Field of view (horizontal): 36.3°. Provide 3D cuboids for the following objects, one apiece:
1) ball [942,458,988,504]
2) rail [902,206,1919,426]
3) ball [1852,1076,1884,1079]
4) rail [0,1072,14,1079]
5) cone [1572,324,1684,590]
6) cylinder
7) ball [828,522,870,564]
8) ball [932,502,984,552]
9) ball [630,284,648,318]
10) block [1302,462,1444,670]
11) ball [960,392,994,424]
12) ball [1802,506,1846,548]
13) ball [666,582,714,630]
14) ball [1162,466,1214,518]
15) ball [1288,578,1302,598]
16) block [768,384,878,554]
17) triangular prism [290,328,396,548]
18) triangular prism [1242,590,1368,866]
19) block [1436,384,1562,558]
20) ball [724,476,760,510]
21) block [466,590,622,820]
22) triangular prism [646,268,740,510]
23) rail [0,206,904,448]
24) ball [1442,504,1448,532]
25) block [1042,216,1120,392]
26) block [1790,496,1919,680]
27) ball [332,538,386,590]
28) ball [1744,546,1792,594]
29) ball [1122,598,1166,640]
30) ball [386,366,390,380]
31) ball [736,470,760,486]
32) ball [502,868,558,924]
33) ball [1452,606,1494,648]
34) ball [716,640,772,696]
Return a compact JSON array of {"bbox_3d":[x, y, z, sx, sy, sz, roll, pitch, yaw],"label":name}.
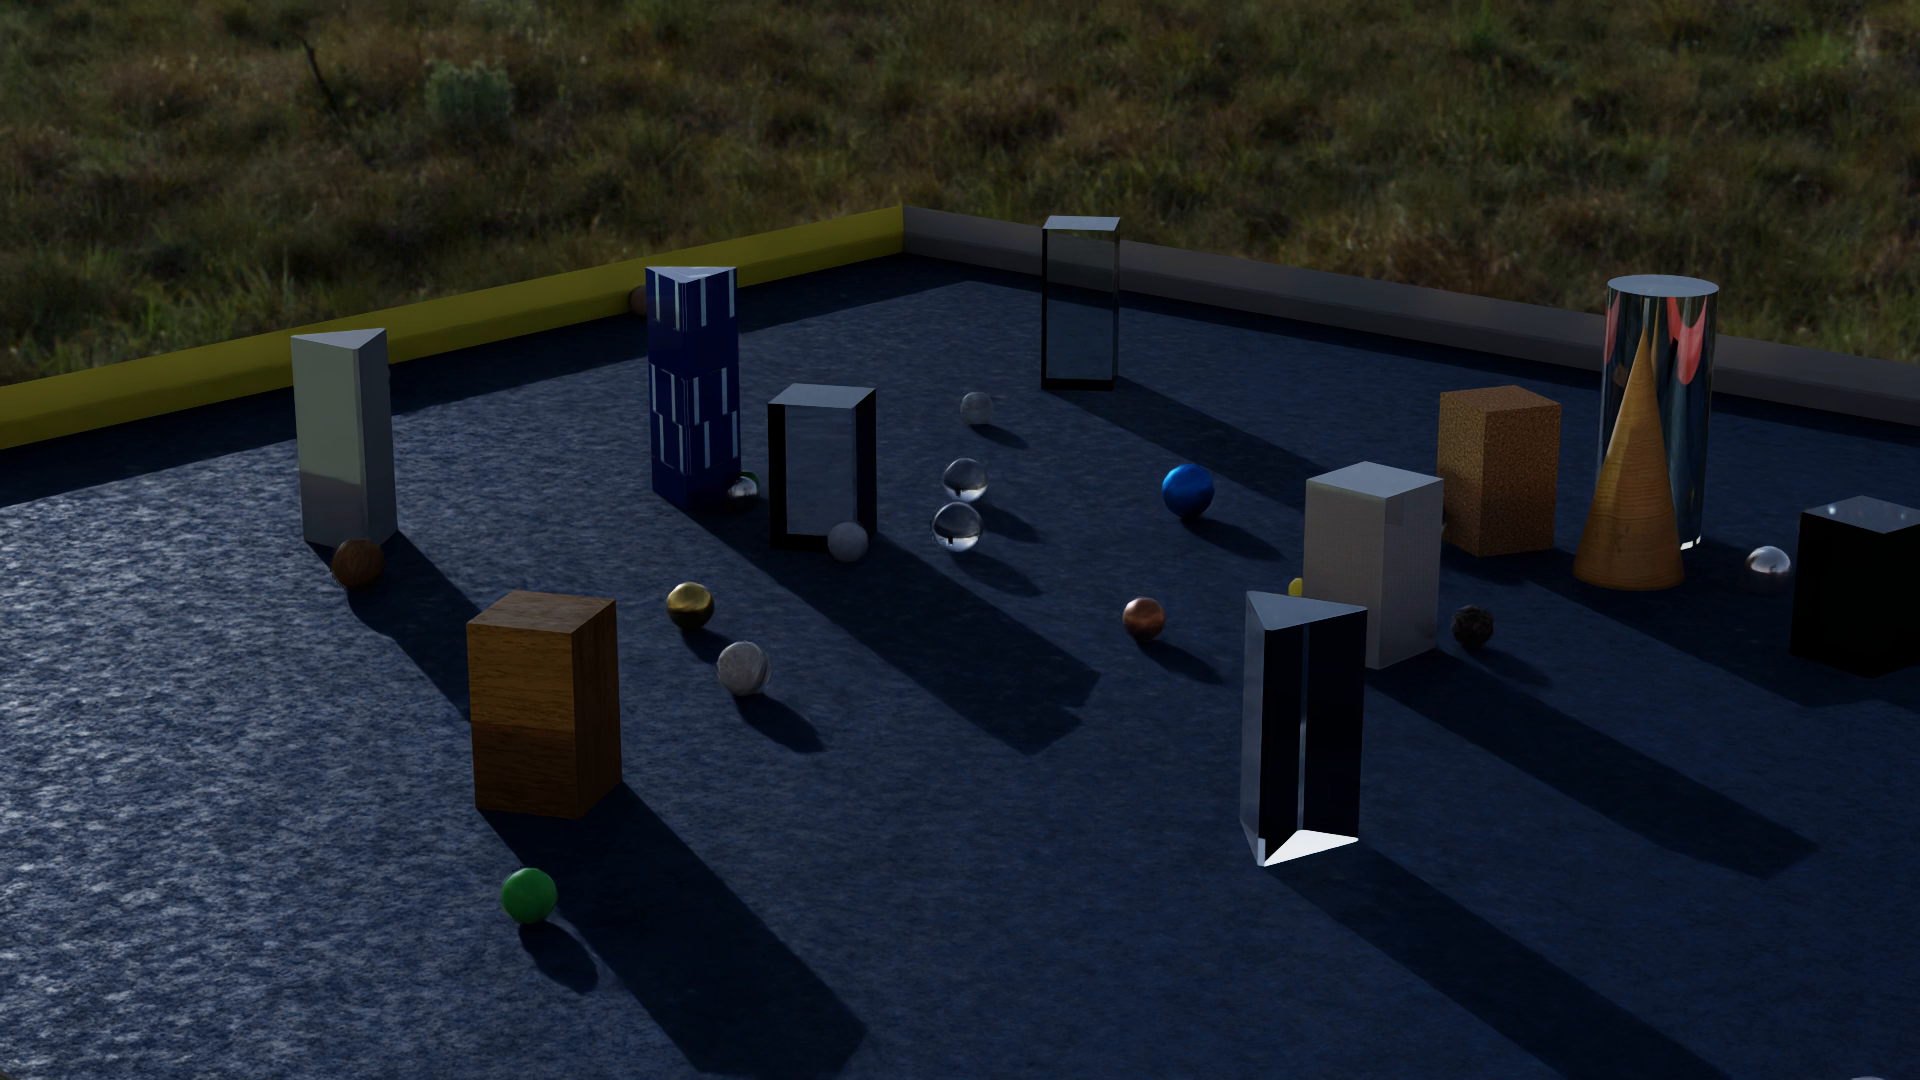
[{"bbox_3d":[0.011,-0.115,5.685,0.088,0.088,0.088,0,17,0],"label":"ball"},{"bbox_3d":[1.447,-0.448,6.715,4.292,0.129,0.045,14,22,39],"label":"rail"},{"bbox_3d":[0.998,0.631,3.215,0.084,0.084,0.084,0,17,0],"label":"ball"},{"bbox_3d":[-1.447,0.513,3.524,4.292,0.129,0.045,14,22,39],"label":"rail"},{"bbox_3d":[1.197,-0.159,5.187,0.199,0.460,0.199,0,17,0],"label":"cone"},{"bbox_3d":[1.281,-0.236,5.412,0.199,0.476,0.199,0,17,0],"label":"cylinder"},{"bbox_3d":[-0.202,0.005,5.309,0.075,0.075,0.075,0,17,0],"label":"ball"},{"bbox_3d":[-0.004,-0.023,5.373,0.092,0.092,0.092,0,17,0],"label":"ball"},{"bbox_3d":[-0.778,-0.594,7.286,0.081,0.081,0.081,0,17,0],"label":"ball"},{"bbox_3d":[0.677,0.040,4.820,0.159,0.290,0.159,16,23,42],"label":"block"},{"bbox_3d":[0.037,-0.282,6.268,0.072,0.072,0.072,0,17,0],"label":"ball"},{"bbox_3d":[1.590,-0.023,5.396,0.078,0.078,0.078,0,17,0],"label":"ball"},{"bbox_3d":[-0.455,0.111,4.944,0.081,0.081,0.081,0,17,0],"label":"ball"},{"bbox_3d":[0.434,-0.093,5.591,0.099,0.099,0.099,0,17,0],"label":"ball"},{"bbox_3d":[0.592,0.089,5.073,0.050,0.050,0.050,0,17,0],"label":"ball"},{"bbox_3d":[-0.253,-0.132,5.415,0.159,0.276,0.159,4,17,14],"label":"block"},{"bbox_3d":[-1.107,-0.189,5.412,0.172,0.387,0.149,12,21,35],"label":"triangular prism"},{"bbox_3d":[0.440,0.250,4.040,0.172,0.338,0.149,-11,20,-32],"label":"triangular prism"},{"bbox_3d":[0.990,-0.129,5.408,0.159,0.274,0.159,-6,18,-21],"label":"block"},{"bbox_3d":[-0.419,-0.090,5.638,0.066,0.066,0.066,0,17,0],"label":"ball"},{"bbox_3d":[-0.593,0.234,4.197,0.159,0.278,0.159,5,17,16],"label":"block"},{"bbox_3d":[-0.540,-0.302,5.682,0.149,0.447,0.172,10,19,29],"label":"triangular prism"},{"bbox_3d":[-1.602,-0.369,6.452,0.045,0.129,4.461,14,22,39],"label":"rail"},{"bbox_3d":[0.856,-0.041,5.430,0.092,0.092,0.092,0,17,0],"label":"ball"},{"bbox_3d":[0.272,-0.533,6.592,0.159,0.365,0.159,2,17,7],"label":"block"},{"bbox_3d":[1.478,0.075,4.783,0.159,0.244,0.159,-12,21,-35],"label":"block"},{"bbox_3d":[-1.057,0.042,5.156,0.092,0.092,0.092,0,17,0],"label":"ball"},{"bbox_3d":[1.417,0.052,5.140,0.083,0.083,0.083,0,17,0],"label":"ball"},{"bbox_3d":[0.307,0.132,4.891,0.073,0.073,0.073,0,17,0],"label":"ball"},{"bbox_3d":[-1.311,-0.369,6.546,0.077,0.077,0.077,0,17,0],"label":"ball"},{"bbox_3d":[-0.418,-0.112,5.744,0.049,0.049,0.049,0,17,0],"label":"ball"},{"bbox_3d":[-0.558,0.461,3.800,0.072,0.072,0.072,0,17,0],"label":"ball"},{"bbox_3d":[0.849,0.143,4.860,0.069,0.069,0.069,0,17,0],"label":"ball"},{"bbox_3d":[-0.341,0.203,4.631,0.087,0.087,0.087,0,17,0],"label":"ball"}]
